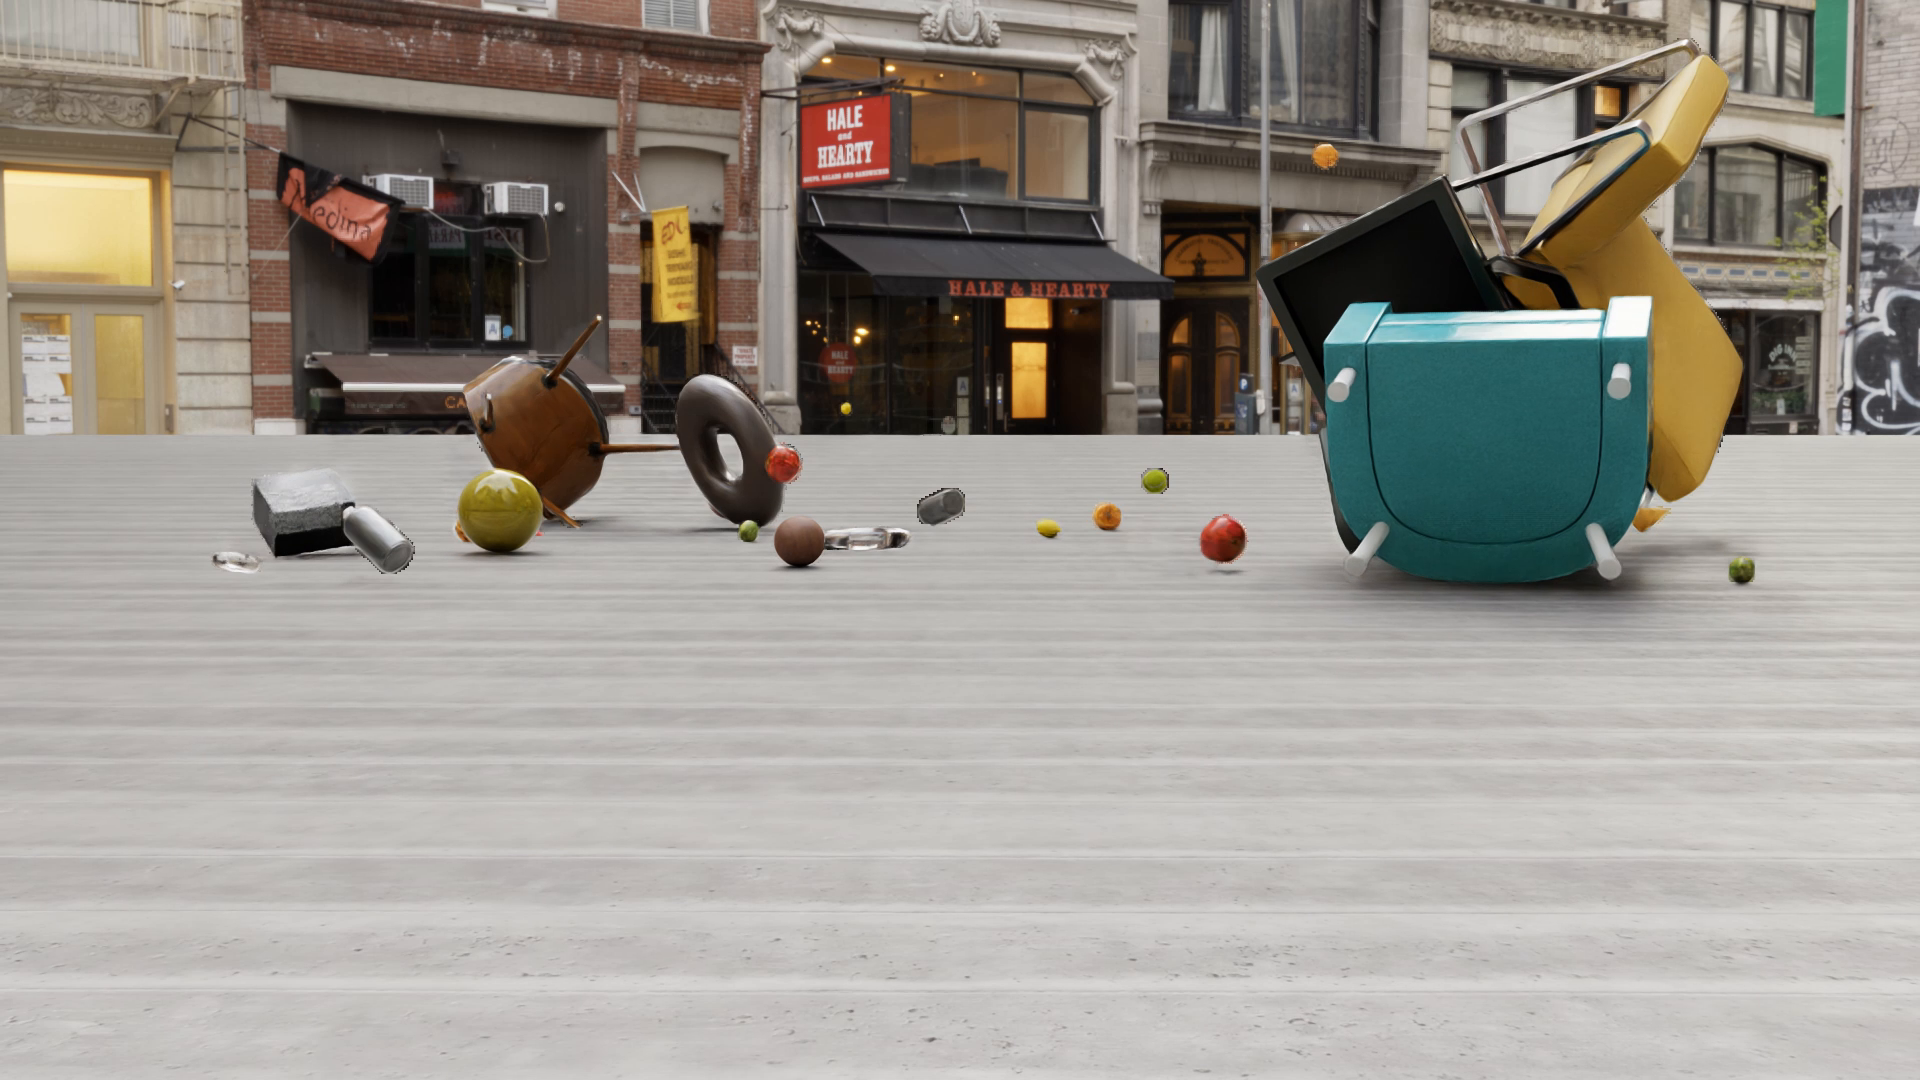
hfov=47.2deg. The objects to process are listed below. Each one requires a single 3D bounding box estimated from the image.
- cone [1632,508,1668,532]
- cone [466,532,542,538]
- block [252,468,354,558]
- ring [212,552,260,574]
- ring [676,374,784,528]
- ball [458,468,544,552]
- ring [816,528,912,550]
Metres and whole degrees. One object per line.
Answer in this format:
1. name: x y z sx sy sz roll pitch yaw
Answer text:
1. cone: 1.956 -0.071 6.185 0.065 0.067 0.134 21 -18 -14
2. cone: -1.362 -0.052 6.679 0.217 0.184 0.229 24 3 -28
3. block: -1.779 -0.076 5.961 0.215 0.135 0.197 -10 35 -30
4. ring: -1.761 0.054 5.350 0.113 0.039 0.049 12 -21 -28
5. ring: -0.741 -0.285 7.085 0.291 0.535 0.178 -27 -4 20
6. ball: -1.263 -0.080 6.041 0.230 0.230 0.230 0 4 0
7. ring: -0.272 -0.004 6.190 0.284 0.057 0.158 -2 4 -20
